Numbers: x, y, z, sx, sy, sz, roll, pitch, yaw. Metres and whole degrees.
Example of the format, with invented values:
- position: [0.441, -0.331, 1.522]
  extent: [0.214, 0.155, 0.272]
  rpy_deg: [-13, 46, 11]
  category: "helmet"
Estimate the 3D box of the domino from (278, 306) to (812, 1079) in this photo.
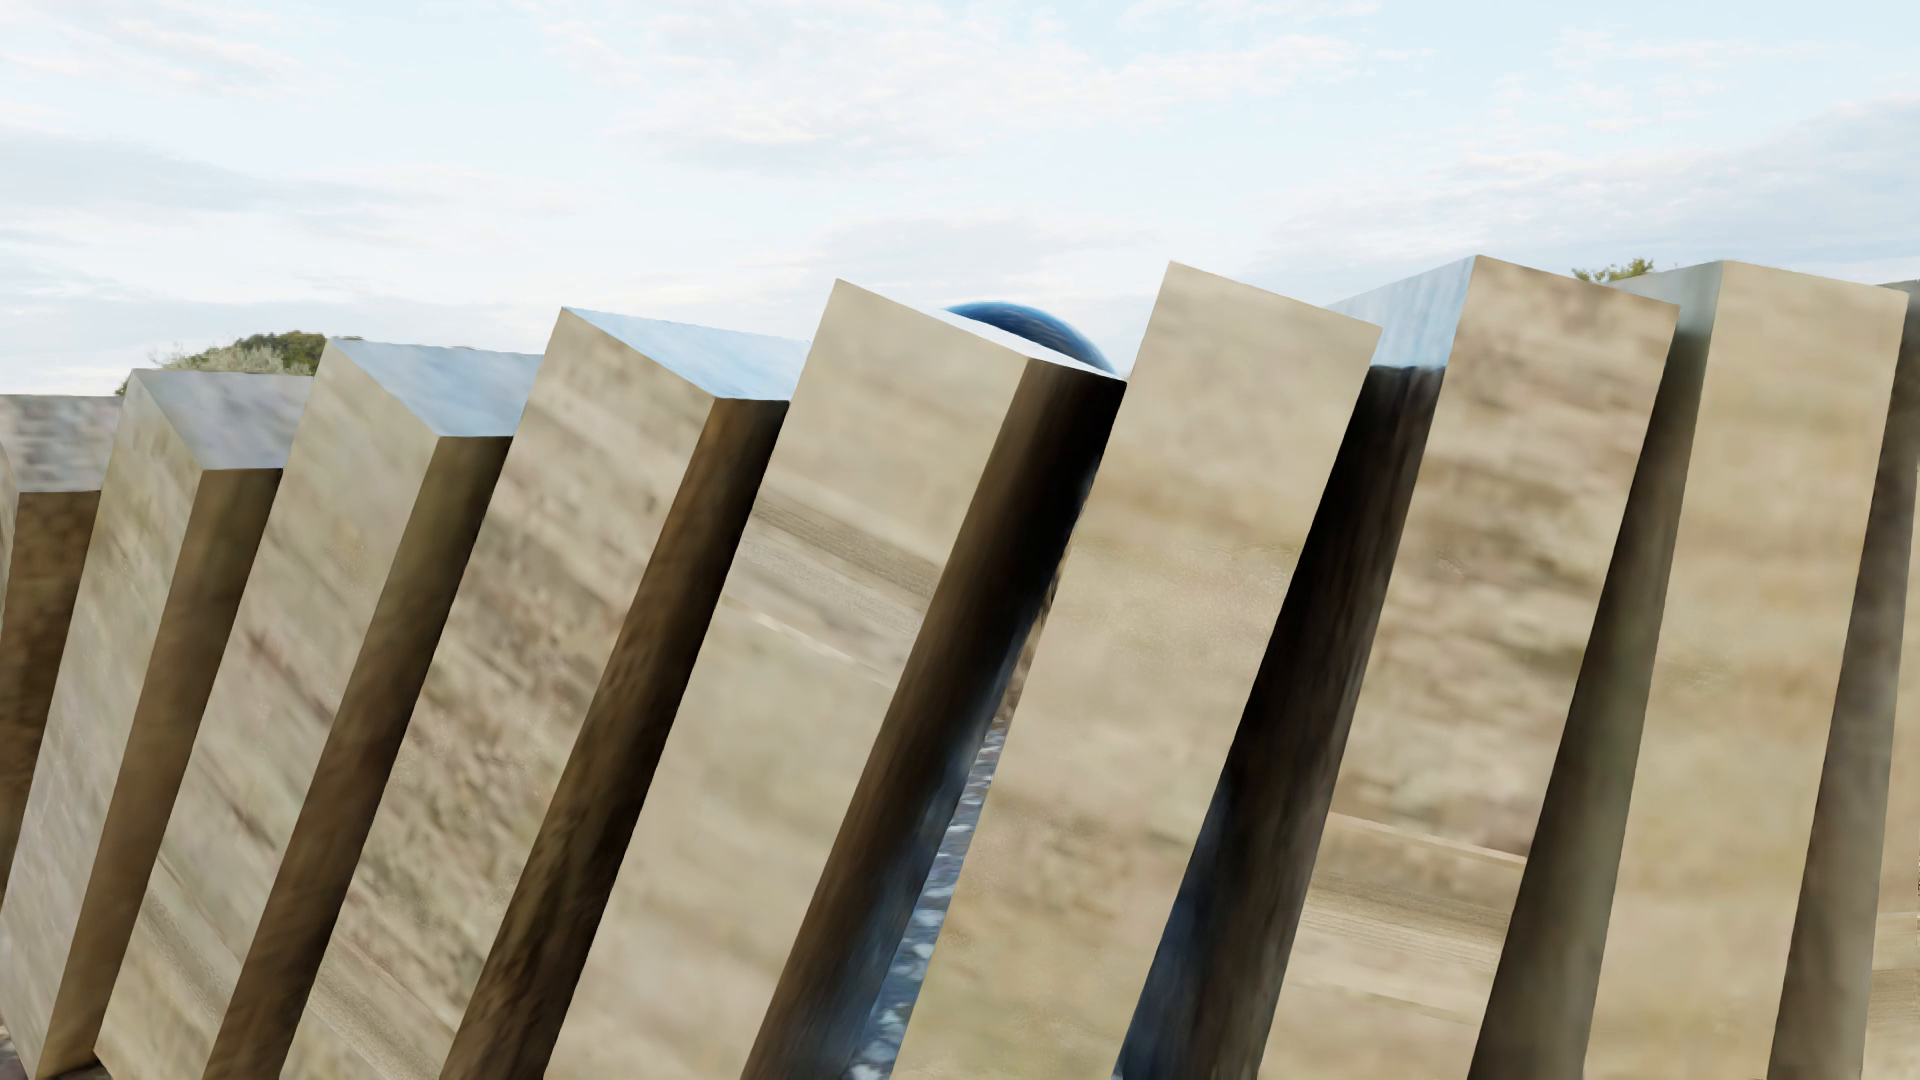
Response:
- position: [-0.020, 0.012, 0.075]
  extent: [0.010, 0.050, 0.025]
  rpy_deg: [31, 15, 19]
  category: "domino"

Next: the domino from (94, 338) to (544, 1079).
- position: [-0.033, 0.013, 0.081]
  extent: [0.010, 0.050, 0.025]
  rpy_deg: [36, 20, 23]
  category: "domino"

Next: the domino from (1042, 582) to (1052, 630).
- position: [0.002, 0.001, 0.216]
  extent: [0.025, 0.050, 0.010]
  rpy_deg: [2, 5, 21]
  category: "domino"

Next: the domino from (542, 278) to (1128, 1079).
- position: [-0.007, 0.012, 0.072]
  extent: [0.009, 0.050, 0.025]
  rpy_deg: [25, 11, 15]
  category: "domino"

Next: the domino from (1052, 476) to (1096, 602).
- position: [0.011, 0.000, 0.229]
  extent: [0.009, 0.050, 0.025]
  rpy_deg: [-4, 6, -45]
  category: "domino"

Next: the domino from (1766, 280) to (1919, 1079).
- position: [0.047, 0.012, 0.076]
  extent: [0.009, 0.050, 0.025]
  rpy_deg: [2, 4, -13]
  category: "domino"

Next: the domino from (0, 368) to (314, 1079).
- position: [-0.046, 0.013, 0.087]
  extent: [0.009, 0.050, 0.025]
  rpy_deg: [42, 26, 26]
  category: "domino"

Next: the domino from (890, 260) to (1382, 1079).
- position: [0.007, 0.012, 0.070]
  extent: [0.009, 0.050, 0.025]
  rpy_deg: [19, 6, 6]
  category: "domino"

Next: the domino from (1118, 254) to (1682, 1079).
- position: [0.021, 0.012, 0.071]
  extent: [0.009, 0.050, 0.025]
  rpy_deg: [13, 4, -2]
  category: "domino"

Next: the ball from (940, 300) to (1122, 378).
- position: [0.008, -0.023, 0.339]
  extent: [0.080, 0.080, 0.080]
  rpy_deg: [0, 4, 0]
  category: "ball"

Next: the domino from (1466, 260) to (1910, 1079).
- position: [0.034, 0.012, 0.073]
  extent: [0.009, 0.050, 0.025]
  rpy_deg: [8, 3, -8]
  category: "domino"

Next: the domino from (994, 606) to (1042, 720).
- position: [0.000, 0.002, 0.201]
  extent: [0.025, 0.050, 0.009]
  rpy_deg: [0, 4, 0]
  category: "domino"

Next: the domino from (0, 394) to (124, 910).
- position: [-0.058, 0.013, 0.095]
  extent: [0.025, 0.050, 0.010]
  rpy_deg: [-5, 44, -47]
  category: "domino"
